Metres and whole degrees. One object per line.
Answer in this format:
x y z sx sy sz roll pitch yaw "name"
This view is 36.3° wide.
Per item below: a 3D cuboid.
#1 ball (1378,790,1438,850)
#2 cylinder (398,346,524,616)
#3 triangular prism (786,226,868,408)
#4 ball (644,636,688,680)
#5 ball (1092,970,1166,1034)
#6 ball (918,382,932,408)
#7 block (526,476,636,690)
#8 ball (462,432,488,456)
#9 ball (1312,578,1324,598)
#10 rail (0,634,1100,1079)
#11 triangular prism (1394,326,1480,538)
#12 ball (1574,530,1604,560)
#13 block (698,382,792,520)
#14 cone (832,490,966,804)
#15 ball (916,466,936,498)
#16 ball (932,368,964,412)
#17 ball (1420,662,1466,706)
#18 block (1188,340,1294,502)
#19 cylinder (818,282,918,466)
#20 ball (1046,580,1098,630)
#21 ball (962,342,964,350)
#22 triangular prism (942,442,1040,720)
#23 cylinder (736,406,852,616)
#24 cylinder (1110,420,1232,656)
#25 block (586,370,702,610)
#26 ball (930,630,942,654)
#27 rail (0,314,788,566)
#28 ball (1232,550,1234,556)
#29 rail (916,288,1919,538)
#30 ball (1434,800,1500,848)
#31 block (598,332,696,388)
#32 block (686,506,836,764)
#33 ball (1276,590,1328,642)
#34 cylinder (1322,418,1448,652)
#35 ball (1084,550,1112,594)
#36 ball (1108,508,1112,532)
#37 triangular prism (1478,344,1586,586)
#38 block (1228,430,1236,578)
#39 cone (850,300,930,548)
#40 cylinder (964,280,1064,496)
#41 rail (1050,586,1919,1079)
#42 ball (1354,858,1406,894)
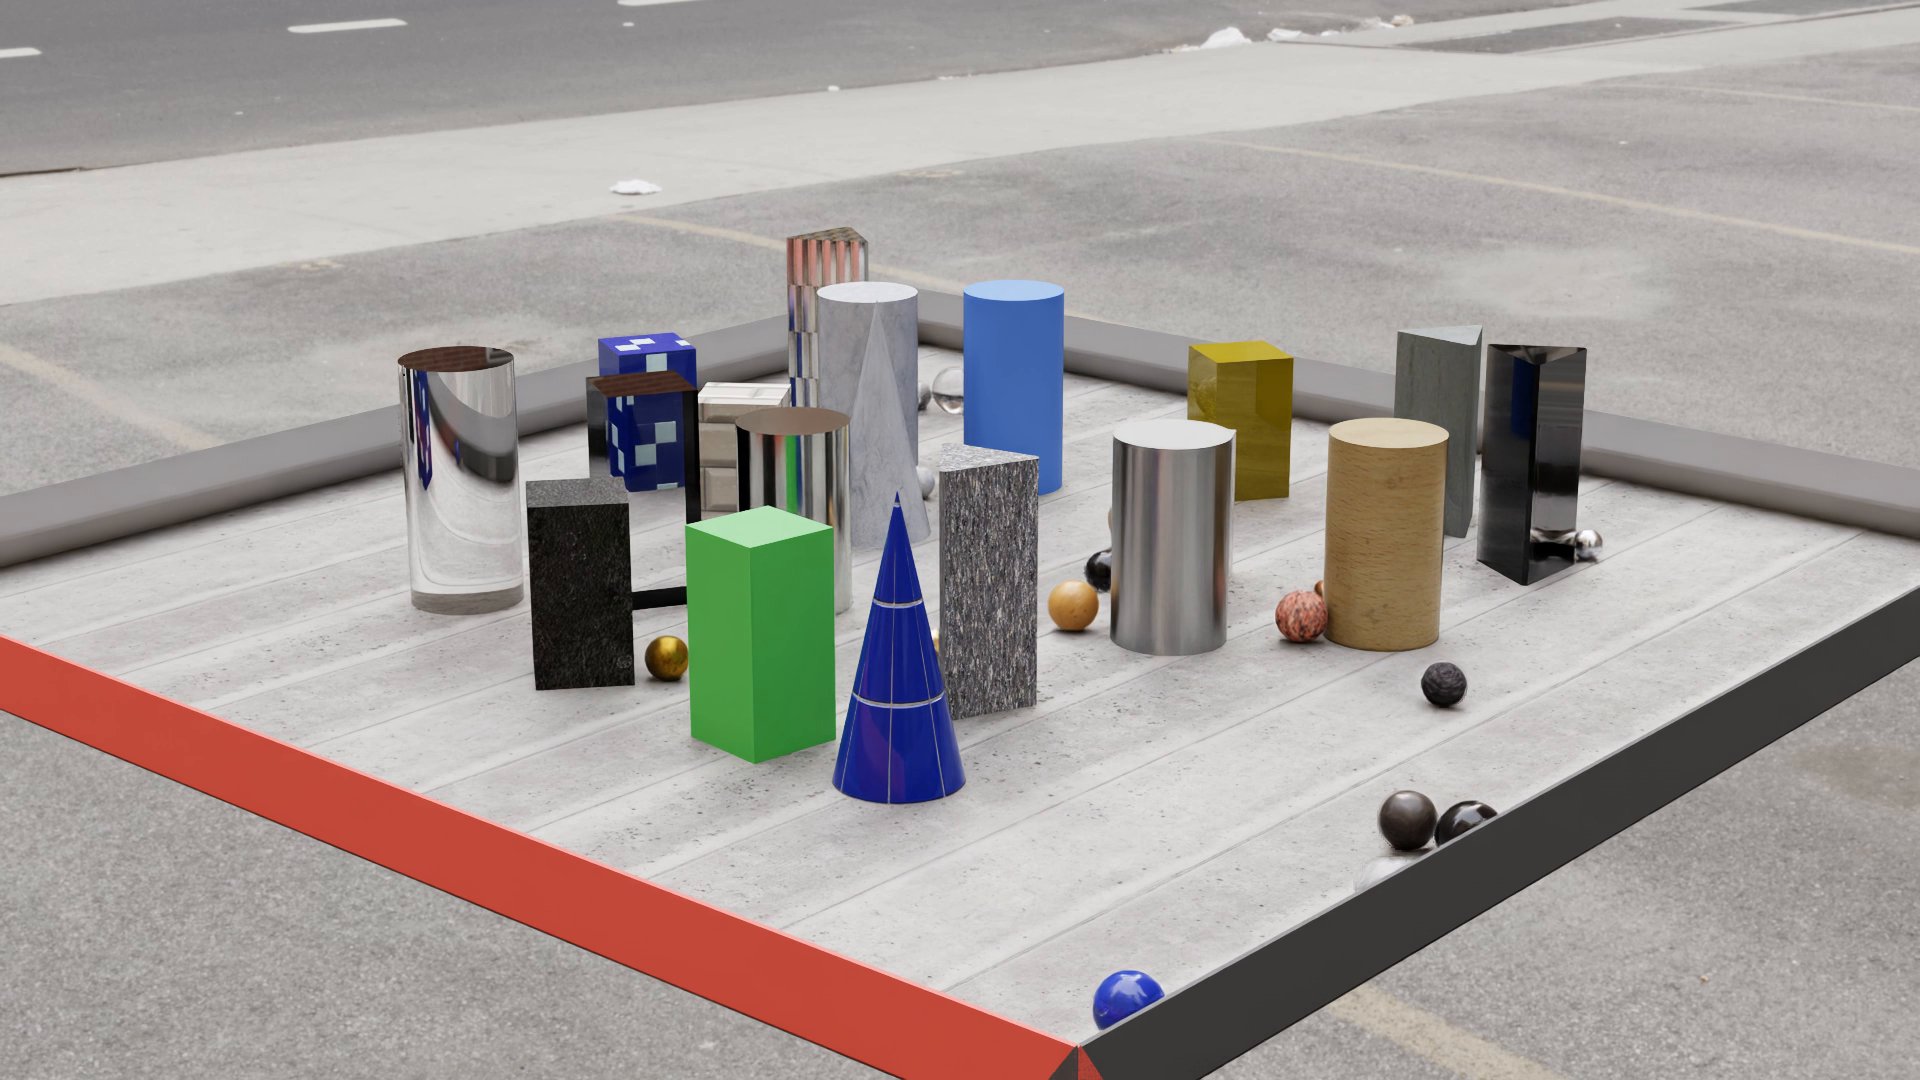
0.617 0.385 4.032 0.082 0.082 0.082 0 17 0 "ball"
-0.858 -0.104 5.053 0.196 0.427 0.196 0 17 0 "cylinder"
-0.249 -0.407 6.020 0.170 0.451 0.147 5 17 15 "triangular prism"
-0.469 0.189 4.699 0.073 0.073 0.073 0 17 0 "ball"
0.200 0.553 3.461 0.090 0.090 0.090 0 17 0 "ball"
-0.090 -0.316 6.398 0.058 0.058 0.058 0 17 0 "ball"
-0.609 0.068 4.699 0.157 0.303 0.157 -3 17 -9 "block"
-0.995 -0.198 6.019 0.050 0.050 0.050 0 17 0 "ball"
0.635 0.092 5.058 0.053 0.053 0.053 0 17 0 "ball"
-0.921 0.338 4.104 2.822 0.127 0.045 14 22 39 "rail"
0.927 -0.212 5.514 0.170 0.369 0.147 16 23 42 "triangular prism"
1.140 0.009 5.323 0.057 0.057 0.057 0 17 0 "ball"
-0.399 -0.135 5.412 0.157 0.280 0.157 2 17 5 "block"
-0.089 0.140 4.223 0.196 0.441 0.196 0 17 0 "cone"
-0.080 -0.113 5.717 0.063 0.063 0.063 0 17 0 "ball"
-0.012 -0.325 6.359 0.098 0.098 0.098 0 17 0 "ball"
0.756 0.225 4.583 0.070 0.070 0.070 0 17 0 "ball"
0.546 -0.233 5.739 0.157 0.279 0.157 -5 17 -15 "block"
-0.180 -0.297 5.764 0.196 0.388 0.196 0 17 0 "cylinder"
0.190 0.109 4.937 0.087 0.087 0.087 0 17 0 "ball"
0.054 -0.450 6.775 0.096 0.096 0.096 0 17 0 "ball"
0.012 0.058 4.564 0.170 0.400 0.147 -9 19 -27 "triangular prism"
-0.285 -0.046 5.037 0.196 0.327 0.196 0 17 0 "cylinder"
0.349 -0.006 4.860 0.196 0.352 0.196 0 17 0 "cylinder"
-0.546 -0.086 5.079 0.157 0.380 0.157 -6 18 -20 "block"
-0.044 0.168 4.824 0.040 0.040 0.040 0 17 0 "ball"
-1.048 -0.231 5.991 0.045 0.127 2.858 14 22 39 "rail"
0.471 0.022 5.298 0.046 0.046 0.046 0 17 0 "ball"
0.921 -0.274 6.136 2.822 0.127 0.045 14 22 39 "rail"
0.690 0.400 3.959 0.096 0.096 0.096 0 17 0 "ball"
-0.623 -0.264 5.867 0.157 0.264 0.157 -7 18 -21 "block"
-0.298 0.140 4.405 0.157 0.335 0.157 -14 22 -40 "block"
0.568 0.126 4.879 0.088 0.088 0.088 0 17 0 "ball"
0.706 -0.010 4.879 0.196 0.349 0.196 0 17 0 "cylinder"
0.256 0.056 5.135 0.075 0.075 0.075 0 17 0 "ball"
0.320 -0.037 5.411 0.093 0.093 0.093 0 17 0 "ball"
0.997 -0.143 5.230 0.147 0.401 0.170 14 22 38 "triangular prism"
0.394 -0.053 5.171 0.157 0.262 0.157 4 17 14 "block"
-0.152 -0.228 5.432 0.196 0.448 0.196 0 17 0 "cone"
0.105 -0.299 5.762 0.196 0.392 0.196 0 17 0 "cylinder"
1.048 0.294 4.249 0.045 0.127 2.858 14 22 39 "rail"
0.553 0.454 3.798 0.084 0.084 0.084 0 17 0 "ball"
